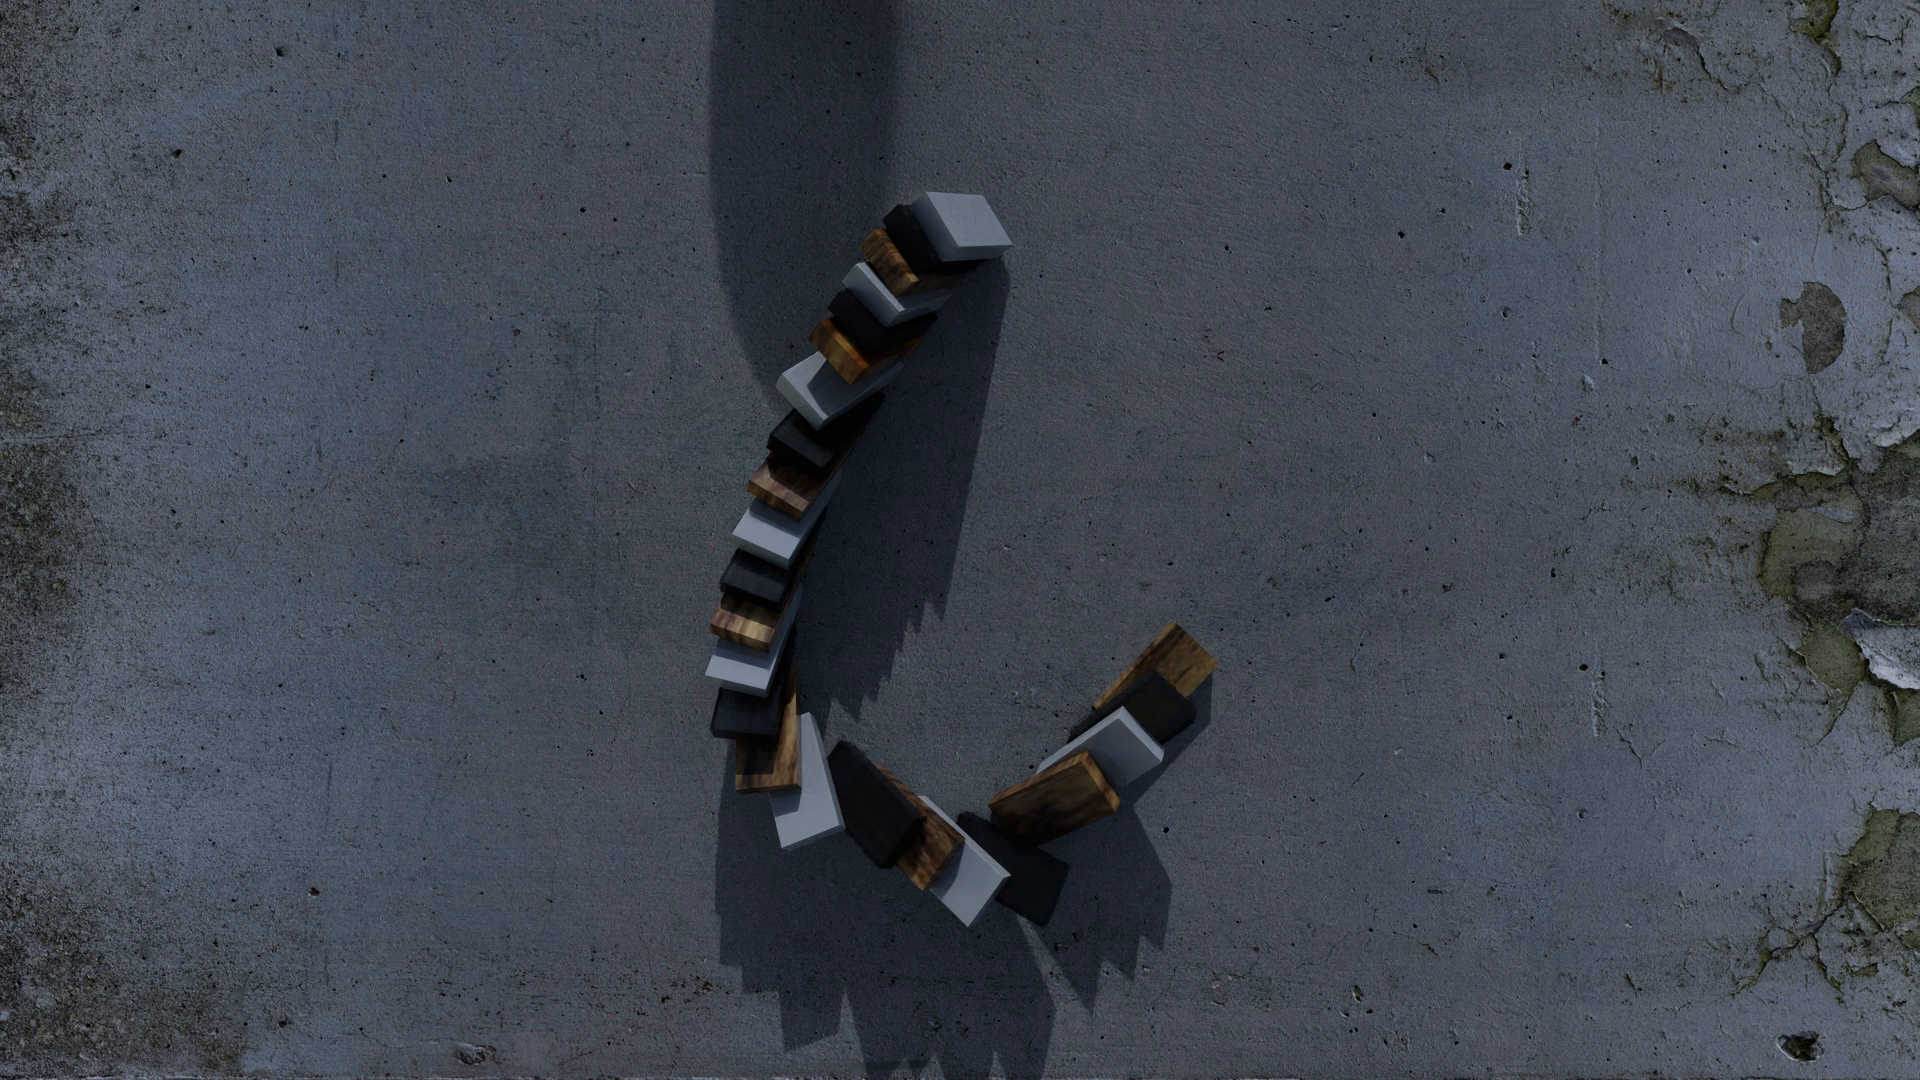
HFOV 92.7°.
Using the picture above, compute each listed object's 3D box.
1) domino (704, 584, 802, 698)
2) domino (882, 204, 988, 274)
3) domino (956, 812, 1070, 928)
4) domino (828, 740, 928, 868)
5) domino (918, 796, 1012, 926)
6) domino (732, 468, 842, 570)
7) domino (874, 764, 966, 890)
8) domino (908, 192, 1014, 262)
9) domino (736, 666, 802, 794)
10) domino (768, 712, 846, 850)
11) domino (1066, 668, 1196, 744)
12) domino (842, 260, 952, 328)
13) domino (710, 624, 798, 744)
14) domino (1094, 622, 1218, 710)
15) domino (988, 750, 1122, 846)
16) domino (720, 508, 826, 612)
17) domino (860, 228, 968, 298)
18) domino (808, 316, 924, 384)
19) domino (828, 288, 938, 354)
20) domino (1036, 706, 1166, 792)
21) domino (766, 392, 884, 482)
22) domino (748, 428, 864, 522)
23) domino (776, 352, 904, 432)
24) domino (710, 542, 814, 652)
[{"bbox_3d":[-0.085,0.039,0.383,0.025,0.009,0.050,13,58,0],"label":"domino"},{"bbox_3d":[-0.009,-0.124,0.376,0.010,0.050,0.025,-31,90,33],"label":"domino"},{"bbox_3d":[0.018,0.137,0.384,0.050,0.010,0.025,21,91,27],"label":"domino"},{"bbox_3d":[-0.040,0.109,0.382,0.050,0.009,0.025,37,91,33],"label":"domino"},{"bbox_3d":[-0.006,0.134,0.384,0.050,0.009,0.025,36,92,26],"label":"domino"},{"bbox_3d":[-0.071,-0.014,0.382,0.025,0.009,0.050,24,58,2],"label":"domino"},{"bbox_3d":[-0.025,0.120,0.385,0.050,0.009,0.025,35,90,26],"label":"domino"},{"bbox_3d":[0.001,-0.129,0.377,0.010,0.050,0.025,-31,90,33],"label":"domino"},{"bbox_3d":[-0.080,0.079,0.384,0.025,0.010,0.050,-6,63,0],"label":"domino"},{"bbox_3d":[-0.067,0.101,0.384,0.025,0.010,0.050,-22,62,1],"label":"domino"},{"bbox_3d":[0.071,0.078,0.382,0.025,0.009,0.050,44,120,-1],"label":"domino"},{"bbox_3d":[-0.025,-0.104,0.376,0.025,0.050,0.010,48,123,0],"label":"domino"},{"bbox_3d":[-0.085,0.058,0.383,0.025,0.010,0.050,6,57,0],"label":"domino"},{"bbox_3d":[0.084,0.062,0.395,0.025,0.010,0.050,43,90,0],"label":"domino"},{"bbox_3d":[0.039,0.110,0.384,0.050,0.010,0.025,-33,90,28],"label":"domino"},{"bbox_3d":[-0.077,0.003,0.382,0.025,0.010,0.050,21,58,1],"label":"domino"},{"bbox_3d":[-0.018,-0.115,0.377,0.010,0.050,0.025,-36,90,33],"label":"domino"},{"bbox_3d":[-0.038,-0.082,0.377,0.025,0.050,0.010,48,126,0],"label":"domino"},{"bbox_3d":[-0.031,-0.093,0.376,0.025,0.050,0.010,48,123,0],"label":"domino"},{"bbox_3d":[0.058,0.093,0.383,0.025,0.010,0.050,46,120,-2],"label":"domino"},{"bbox_3d":[-0.055,-0.050,0.381,0.025,0.010,0.050,34,54,0],"label":"domino"},{"bbox_3d":[-0.064,-0.034,0.383,0.025,0.009,0.050,31,58,0],"label":"domino"},{"bbox_3d":[-0.049,-0.068,0.381,0.025,0.009,0.050,48,54,1],"label":"domino"},{"bbox_3d":[-0.082,0.020,0.383,0.025,0.009,0.050,19,58,0],"label":"domino"}]
